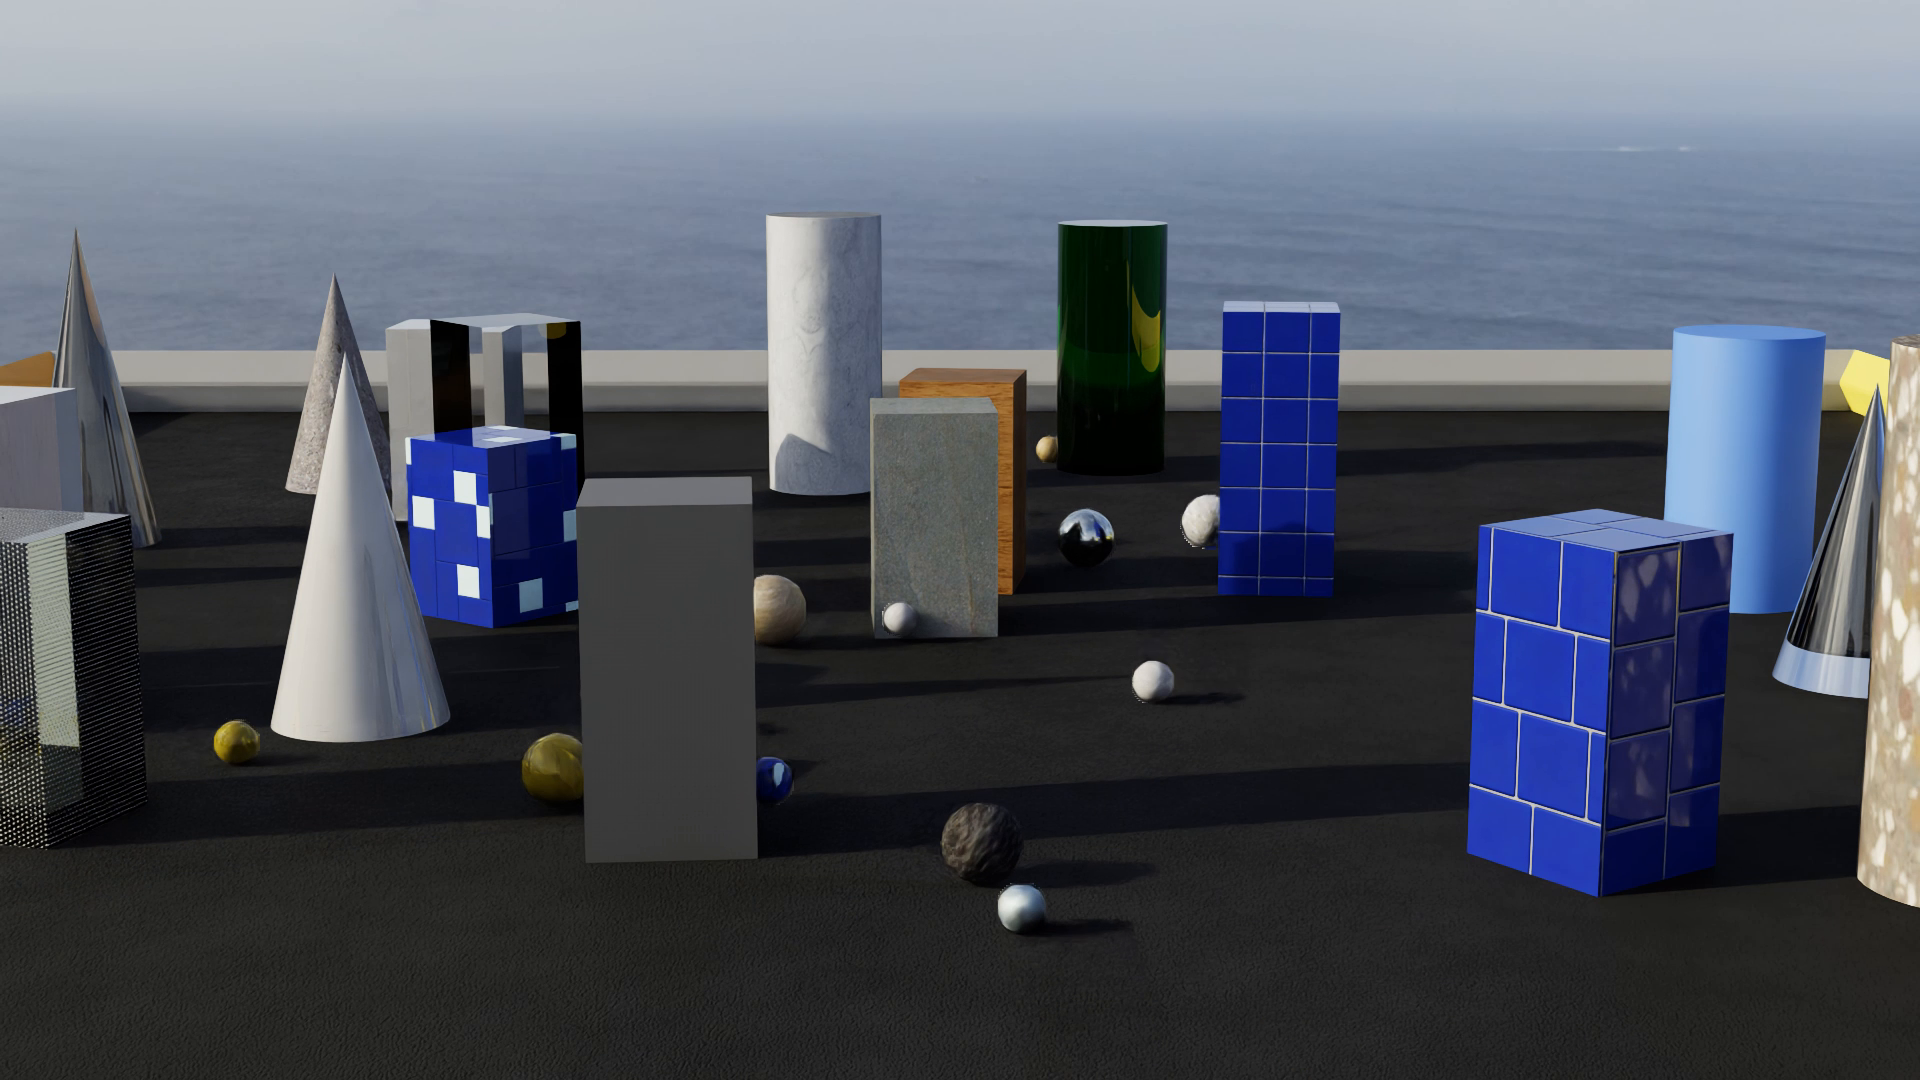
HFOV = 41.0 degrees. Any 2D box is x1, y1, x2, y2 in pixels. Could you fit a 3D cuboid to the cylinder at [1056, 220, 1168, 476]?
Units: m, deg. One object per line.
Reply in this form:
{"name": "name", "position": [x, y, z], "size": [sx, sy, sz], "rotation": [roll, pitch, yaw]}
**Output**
{"name": "cylinder", "position": [0.275, -0.352, 4.665], "size": [0.198, 0.446, 0.198], "rotation": [0, 10, 0]}

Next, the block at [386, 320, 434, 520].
{"name": "block", "position": [-0.838, -0.199, 4.207], "size": [0.159, 0.311, 0.159], "rotation": [0, 10, 1]}

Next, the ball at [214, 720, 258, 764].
{"name": "ball", "position": [-0.765, 0.214, 2.708], "size": [0.046, 0.046, 0.046], "rotation": [0, 10, 0]}

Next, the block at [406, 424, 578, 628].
{"name": "block", "position": [-0.627, -0.022, 3.450], "size": [0.159, 0.238, 0.159], "rotation": [8, 13, 37]}

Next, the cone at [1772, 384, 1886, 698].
{"name": "cone", "position": [1.080, -0.010, 3.053], "size": [0.198, 0.359, 0.198], "rotation": [0, 10, 0]}

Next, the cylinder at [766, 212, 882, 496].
{"name": "cylinder", "position": [-0.235, -0.327, 4.457], "size": [0.198, 0.473, 0.198], "rotation": [0, 10, 0]}

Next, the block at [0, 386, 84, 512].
{"name": "block", "position": [-1.091, 0.021, 2.863], "size": [0.159, 0.368, 0.159], "rotation": [3, 11, 14]}

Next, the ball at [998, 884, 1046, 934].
{"name": "ball", "position": [0.053, 0.313, 2.181], "size": [0.042, 0.042, 0.042], "rotation": [0, 10, 0]}

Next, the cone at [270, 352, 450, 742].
{"name": "cone", "position": [-0.675, -0.003, 2.856], "size": [0.198, 0.417, 0.198], "rotation": [0, 10, 0]}

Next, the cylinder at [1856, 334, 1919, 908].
{"name": "cylinder", "position": [0.913, 0.070, 2.270], "size": [0.198, 0.488, 0.198], "rotation": [0, 10, 0]}

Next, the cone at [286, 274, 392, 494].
{"name": "cone", "position": [-1.083, -0.281, 4.473], "size": [0.198, 0.376, 0.198], "rotation": [0, 10, 0]}

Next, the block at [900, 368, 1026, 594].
{"name": "block", "position": [0.006, -0.086, 3.638], "size": [0.159, 0.297, 0.159], "rotation": [1, 11, 8]}

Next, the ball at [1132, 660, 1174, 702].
{"name": "ball", "position": [0.224, 0.164, 2.968], "size": [0.049, 0.049, 0.049], "rotation": [0, 10, 0]}

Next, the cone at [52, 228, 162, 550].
{"name": "cone", "position": [-1.339, -0.238, 3.929], "size": [0.198, 0.490, 0.198], "rotation": [0, 10, 0]}

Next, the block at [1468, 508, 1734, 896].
{"name": "block", "position": [0.586, 0.143, 2.356], "size": [0.159, 0.312, 0.159], "rotation": [-7, 13, -34]}

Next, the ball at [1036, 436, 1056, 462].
{"name": "ball", "position": [0.166, -0.168, 4.760], "size": [0.050, 0.050, 0.050], "rotation": [0, 10, 0]}

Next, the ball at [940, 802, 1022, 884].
{"name": "ball", "position": [0.019, 0.273, 2.312], "size": [0.073, 0.073, 0.073], "rotation": [0, 10, 0]}

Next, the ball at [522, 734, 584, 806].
{"name": "ball", "position": [-0.401, 0.228, 2.556], "size": [0.072, 0.072, 0.072], "rotation": [0, 10, 0]}

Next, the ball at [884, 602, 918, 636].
{"name": "ball", "position": [-0.076, 0.101, 3.277], "size": [0.043, 0.043, 0.043], "rotation": [0, 10, 0]}

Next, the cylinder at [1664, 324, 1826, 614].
{"name": "cylinder", "position": [1.071, -0.101, 3.517], "size": [0.198, 0.370, 0.198], "rotation": [0, 10, 0]}

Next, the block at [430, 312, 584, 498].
{"name": "block", "position": [-0.660, -0.141, 3.756], "size": [0.159, 0.362, 0.159], "rotation": [-8, 13, -38]}

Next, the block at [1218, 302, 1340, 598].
{"name": "block", "position": [0.447, -0.131, 3.610], "size": [0.159, 0.395, 0.159], "rotation": [1, 11, 6]}

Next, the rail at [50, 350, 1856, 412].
{"name": "rail", "position": [-0.012, -0.335, 5.437], "size": [3.837, 0.129, 0.045], "rotation": [0, 10, 0]}

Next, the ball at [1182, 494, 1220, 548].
{"name": "ball", "position": [0.380, -0.029, 3.920], "size": [0.081, 0.081, 0.081], "rotation": [0, 10, 0]}

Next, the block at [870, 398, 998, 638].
{"name": "block", "position": [-0.035, -0.032, 3.358], "size": [0.159, 0.291, 0.159], "rotation": [-1, 11, -3]}

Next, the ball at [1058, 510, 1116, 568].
{"name": "ball", "position": [0.185, -0.003, 3.769], "size": [0.085, 0.085, 0.085], "rotation": [0, 10, 0]}

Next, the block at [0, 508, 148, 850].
{"name": "block", "position": [-0.910, 0.129, 2.484], "size": [0.159, 0.293, 0.159], "rotation": [3, 11, 17]}

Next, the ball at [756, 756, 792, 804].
{"name": "ball", "position": [-0.191, 0.240, 2.562], "size": [0.047, 0.047, 0.047], "rotation": [0, 10, 0]}

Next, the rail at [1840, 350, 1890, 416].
{"name": "rail", "position": [1.895, 0.031, 3.459], "size": [0.045, 0.129, 4.092], "rotation": [0, 10, 0]}

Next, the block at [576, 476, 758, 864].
{"name": "block", "position": [-0.274, 0.119, 2.427], "size": [0.159, 0.335, 0.159], "rotation": [-1, 11, -5]}

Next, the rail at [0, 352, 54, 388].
{"name": "rail", "position": [-1.895, 0.035, 3.438], "size": [0.045, 0.129, 4.092], "rotation": [0, 10, 0]}

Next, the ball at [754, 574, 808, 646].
{"name": "ball", "position": [-0.239, 0.089, 3.256], "size": [0.091, 0.091, 0.091], "rotation": [0, 10, 0]}
